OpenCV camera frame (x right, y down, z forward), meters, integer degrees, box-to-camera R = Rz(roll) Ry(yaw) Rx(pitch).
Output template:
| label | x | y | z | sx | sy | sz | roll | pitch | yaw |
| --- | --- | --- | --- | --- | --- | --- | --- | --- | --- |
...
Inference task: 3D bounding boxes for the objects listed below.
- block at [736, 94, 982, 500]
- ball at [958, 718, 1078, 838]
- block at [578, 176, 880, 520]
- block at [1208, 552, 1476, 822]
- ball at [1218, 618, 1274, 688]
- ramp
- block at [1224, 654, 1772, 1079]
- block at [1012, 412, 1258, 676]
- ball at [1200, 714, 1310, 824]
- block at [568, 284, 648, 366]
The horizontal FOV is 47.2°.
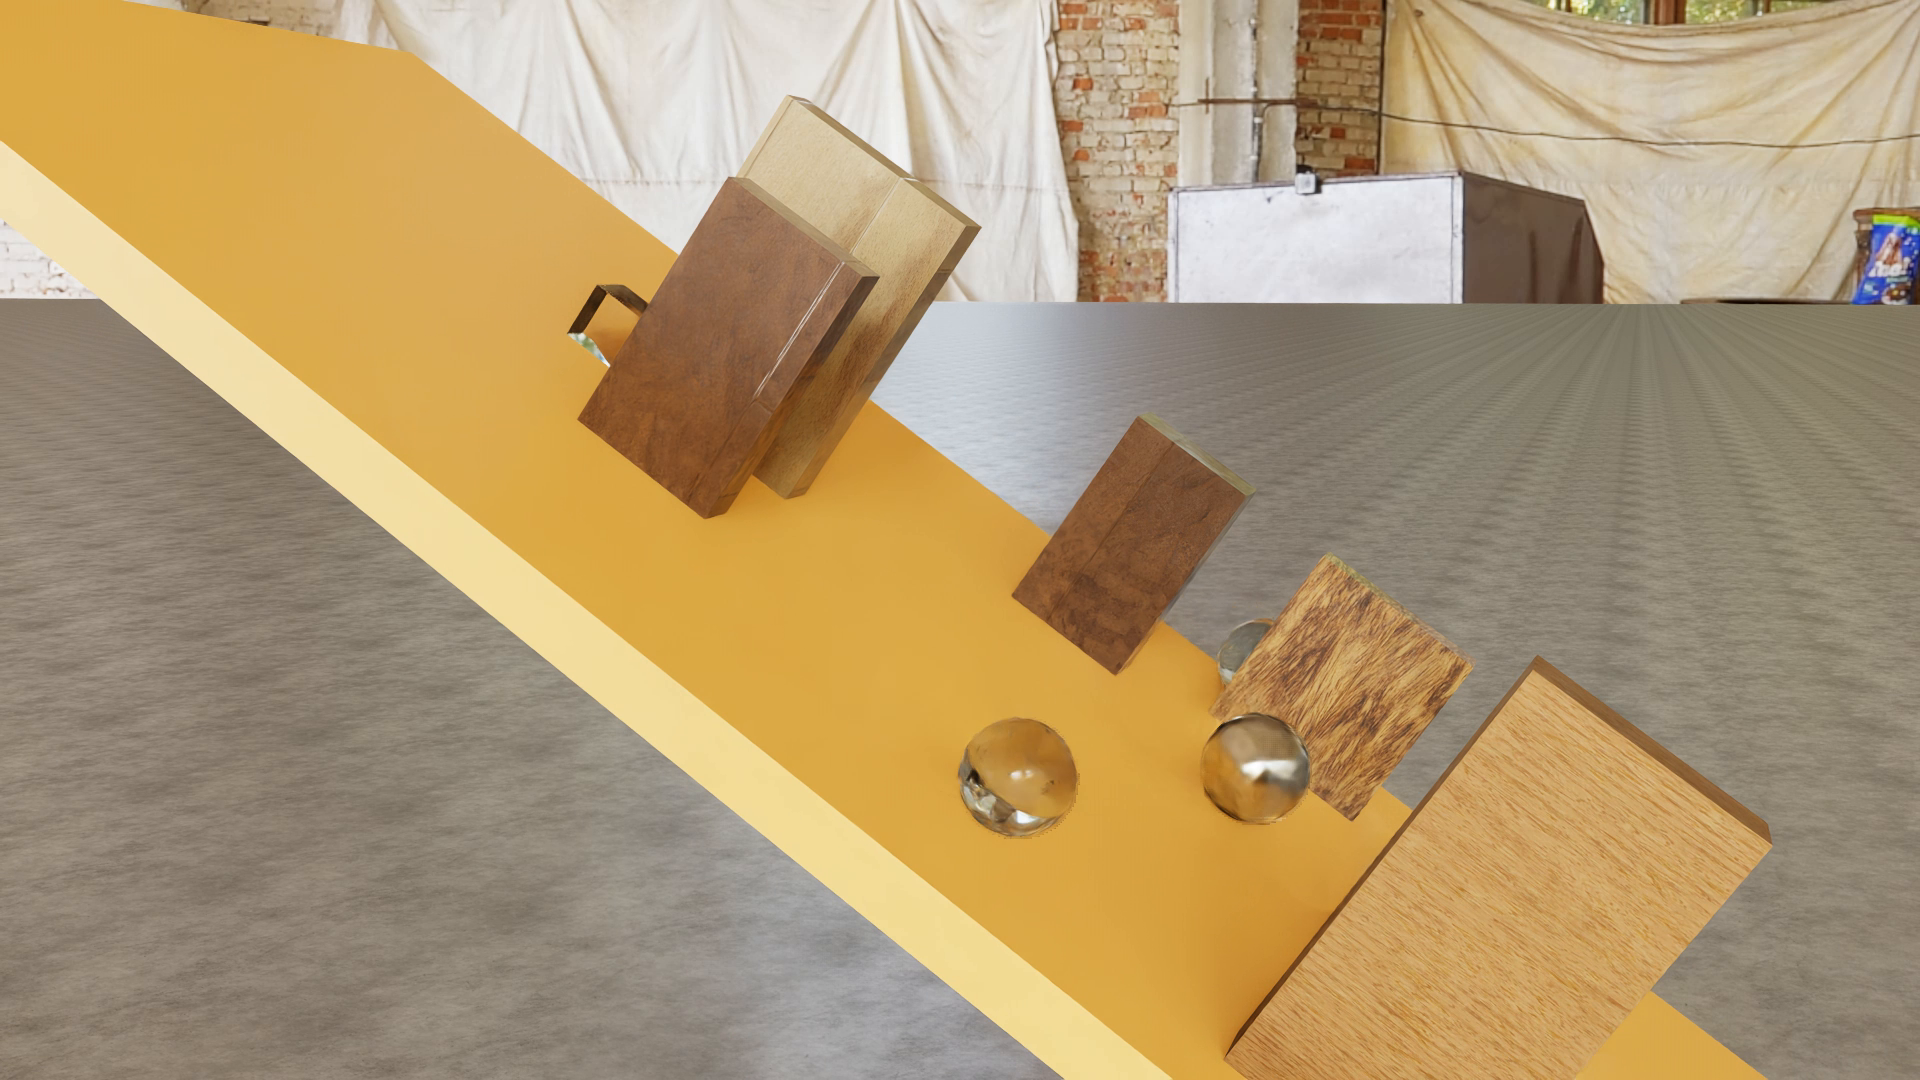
| label | x | y | z | sx | sy | sz | roll | pitch | yaw |
| --- | --- | --- | --- | --- | --- | --- | --- | --- | --- |
| block | -0.308 | -0.451 | 4.118 | 0.420 | 0.617 | 0.101 | 37 | 16 | 10 |
| ball | 0.087 | 0.359 | 3.334 | 0.181 | 0.181 | 0.181 | 0 | 7 | 0 |
| block | -0.400 | -0.328 | 3.770 | 0.290 | 0.505 | 0.092 | 37 | 16 | 10 |
| block | 0.782 | 0.301 | 4.519 | 0.371 | 0.408 | 0.085 | 37 | 16 | 10 |
| ball | 0.656 | 0.267 | 4.759 | 0.195 | 0.195 | 0.195 | 0 | 7 | 0 |
| ramp | -0.091 | 0.163 | 4.082 | 4.000 | 0.100 | 2.000 | 37 | 16 | 10 |
| block | 0.737 | 0.563 | 3.060 | 0.379 | 0.715 | 0.125 | 37 | 16 | 10 |
| block | 0.349 | 0.007 | 4.422 | 0.266 | 0.451 | 0.129 | 37 | 16 | 10 |
| ball | 0.544 | 0.421 | 4.056 | 0.202 | 0.202 | 0.202 | 0 | 7 | 0 |
| block | -0.657 | -0.411 | 4.222 | 0.114 | 0.114 | 0.114 | 37 | 16 | 10 |
